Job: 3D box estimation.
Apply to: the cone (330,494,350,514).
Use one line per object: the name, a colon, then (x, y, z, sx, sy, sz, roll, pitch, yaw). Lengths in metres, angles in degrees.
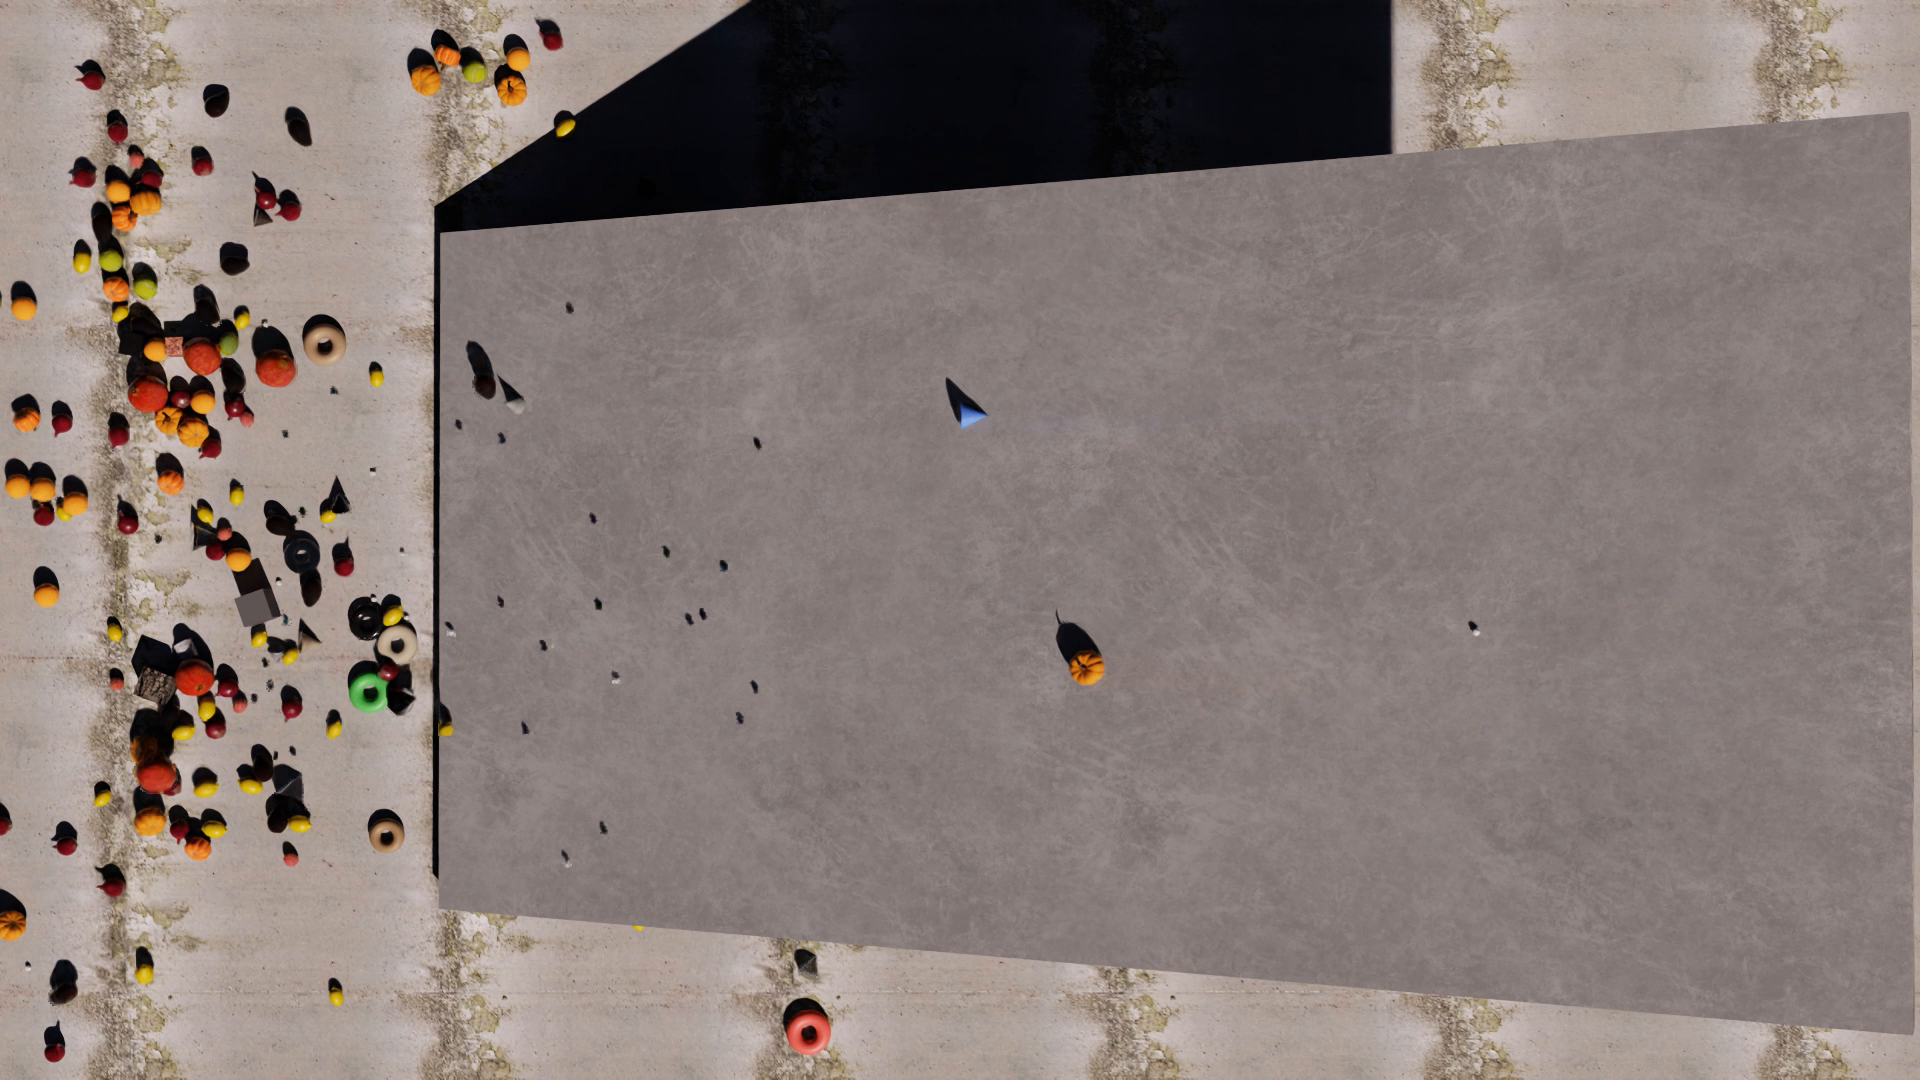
cone: (-1.850, -0.117, 6.560, 0.058, 0.058, 0.058, 7, 120, 0)

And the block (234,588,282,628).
block: (-2.091, 0.201, 6.551, 0.089, 0.089, 0.089, -20, 89, 0)

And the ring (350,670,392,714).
ring: (-1.762, 0.454, 6.572, 0.128, 0.043, 0.128, 0, 90, -1)

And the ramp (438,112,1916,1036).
ramp: (0.281, 0.081, 5.679, 4.000, 0.100, 2.000, 0, 89, 26)

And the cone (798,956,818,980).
cone: (-0.441, 1.270, 6.569, 0.067, 0.067, 0.067, 21, 63, 0)

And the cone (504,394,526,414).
cone: (-1.300, -0.395, 6.363, 0.059, 0.059, 0.059, 0, 89, 26)

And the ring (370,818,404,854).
ring: (-1.712, 0.883, 6.571, 0.107, 0.036, 0.107, 0, 91, 0)

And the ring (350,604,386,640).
ring: (-1.773, 0.248, 6.578, 0.109, 0.036, 0.109, 0, 88, 0)

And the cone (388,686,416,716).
cone: (-1.639, 0.473, 6.529, 0.089, 0.089, 0.089, 11, 74, -42)

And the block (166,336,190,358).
block: (-2.340, -0.577, 6.578, 0.054, 0.054, 0.054, -1, 89, 0)

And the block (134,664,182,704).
block: (-2.389, 0.431, 6.549, 0.089, 0.089, 0.089, 21, 89, 0)

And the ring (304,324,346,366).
ring: (-1.901, -0.584, 6.584, 0.128, 0.043, 0.128, 0, 90, -1)

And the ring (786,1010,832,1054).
ring: (-0.451, 1.468, 6.560, 0.135, 0.045, 0.135, 0, 89, 1)

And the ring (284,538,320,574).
ring: (-1.968, 0.049, 6.580, 0.109, 0.036, 0.109, 0, 89, -1)

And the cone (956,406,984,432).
cone: (0.038, -0.324, 5.728, 0.071, 0.071, 0.071, -18, 89, 26)

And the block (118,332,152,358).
block: (-2.465, -0.582, 6.571, 0.066, 0.066, 0.066, 10, 89, 0)

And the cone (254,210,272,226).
cone: (-2.085, -0.960, 6.597, 0.054, 0.054, 0.054, 10, 89, -27)

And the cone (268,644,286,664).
cone: (-2.045, 0.348, 6.582, 0.053, 0.053, 0.053, 7, 118, 0)

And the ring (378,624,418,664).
ring: (-1.681, 0.311, 6.575, 0.122, 0.041, 0.122, 0, 88, 1)

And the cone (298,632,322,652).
cone: (-1.940, 0.307, 6.580, 0.065, 0.065, 0.065, 4, 89, -27)
